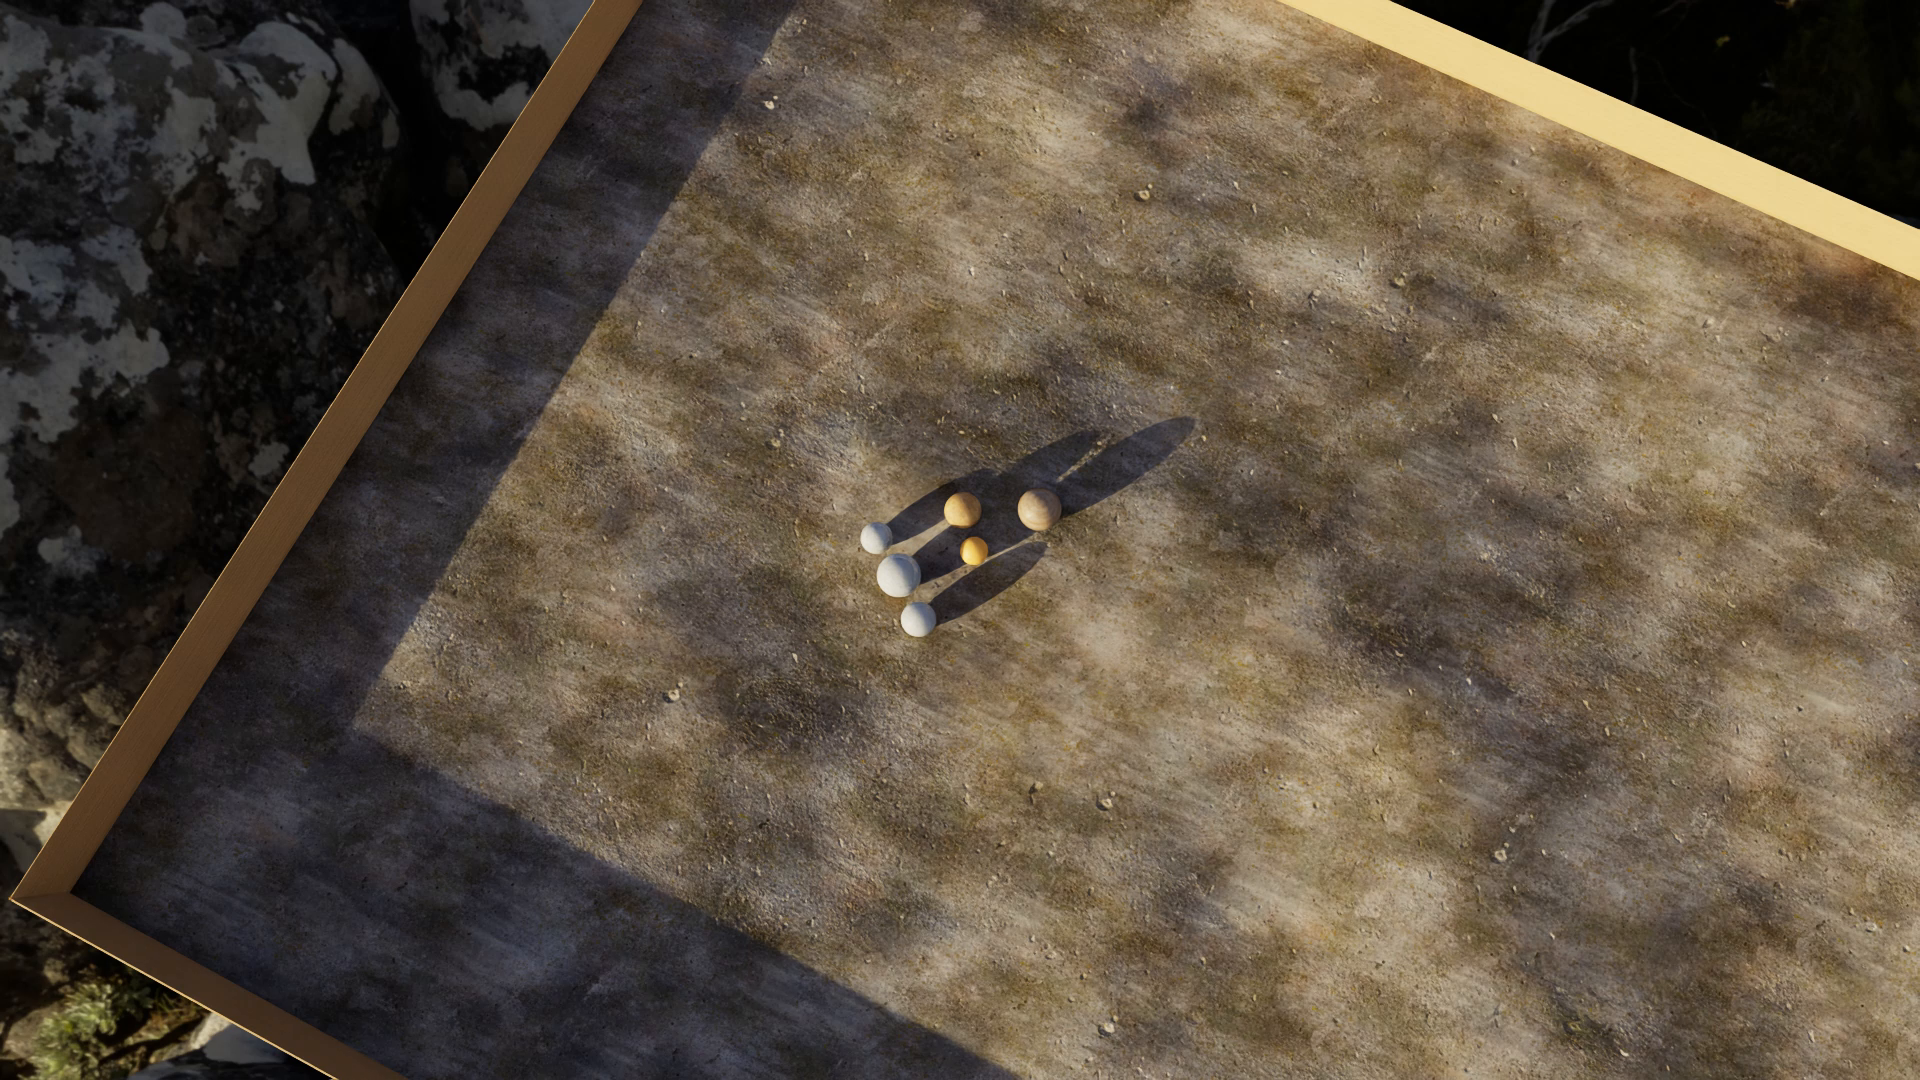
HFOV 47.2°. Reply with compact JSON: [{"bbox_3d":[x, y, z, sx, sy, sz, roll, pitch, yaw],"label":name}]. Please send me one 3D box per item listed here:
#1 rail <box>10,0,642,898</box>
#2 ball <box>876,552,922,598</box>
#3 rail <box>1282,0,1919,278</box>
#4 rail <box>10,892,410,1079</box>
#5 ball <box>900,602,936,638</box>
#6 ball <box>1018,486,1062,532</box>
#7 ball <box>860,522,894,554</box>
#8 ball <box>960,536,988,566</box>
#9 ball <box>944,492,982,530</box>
[{"bbox_3d":[-0.826,-0.411,3.525,0.045,0.117,2.266,26,73,8],"label":"rail"},{"bbox_3d":[-0.094,0.054,3.395,0.069,0.069,0.069,0,71,0],"label":"ball"},{"bbox_3d":[1.353,-0.533,3.566,3.808,0.117,0.045,26,73,8],"label":"rail"},{"bbox_3d":[0.340,1.338,2.936,3.808,0.117,0.045,26,73,8],"label":"rail"},{"bbox_3d":[-0.064,0.122,3.379,0.055,0.055,0.055,0,71,0],"label":"ball"},{"bbox_3d":[0.124,-0.048,3.429,0.069,0.069,0.069,0,71,0],"label":"ball"},{"bbox_3d":[-0.130,-0.003,3.423,0.051,0.051,0.051,0,71,0],"label":"ball"},{"bbox_3d":[0.022,0.017,3.420,0.045,0.045,0.045,0,71,0],"label":"ball"},{"bbox_3d":[0.005,-0.046,3.434,0.059,0.059,0.059,0,71,0],"label":"ball"}]
